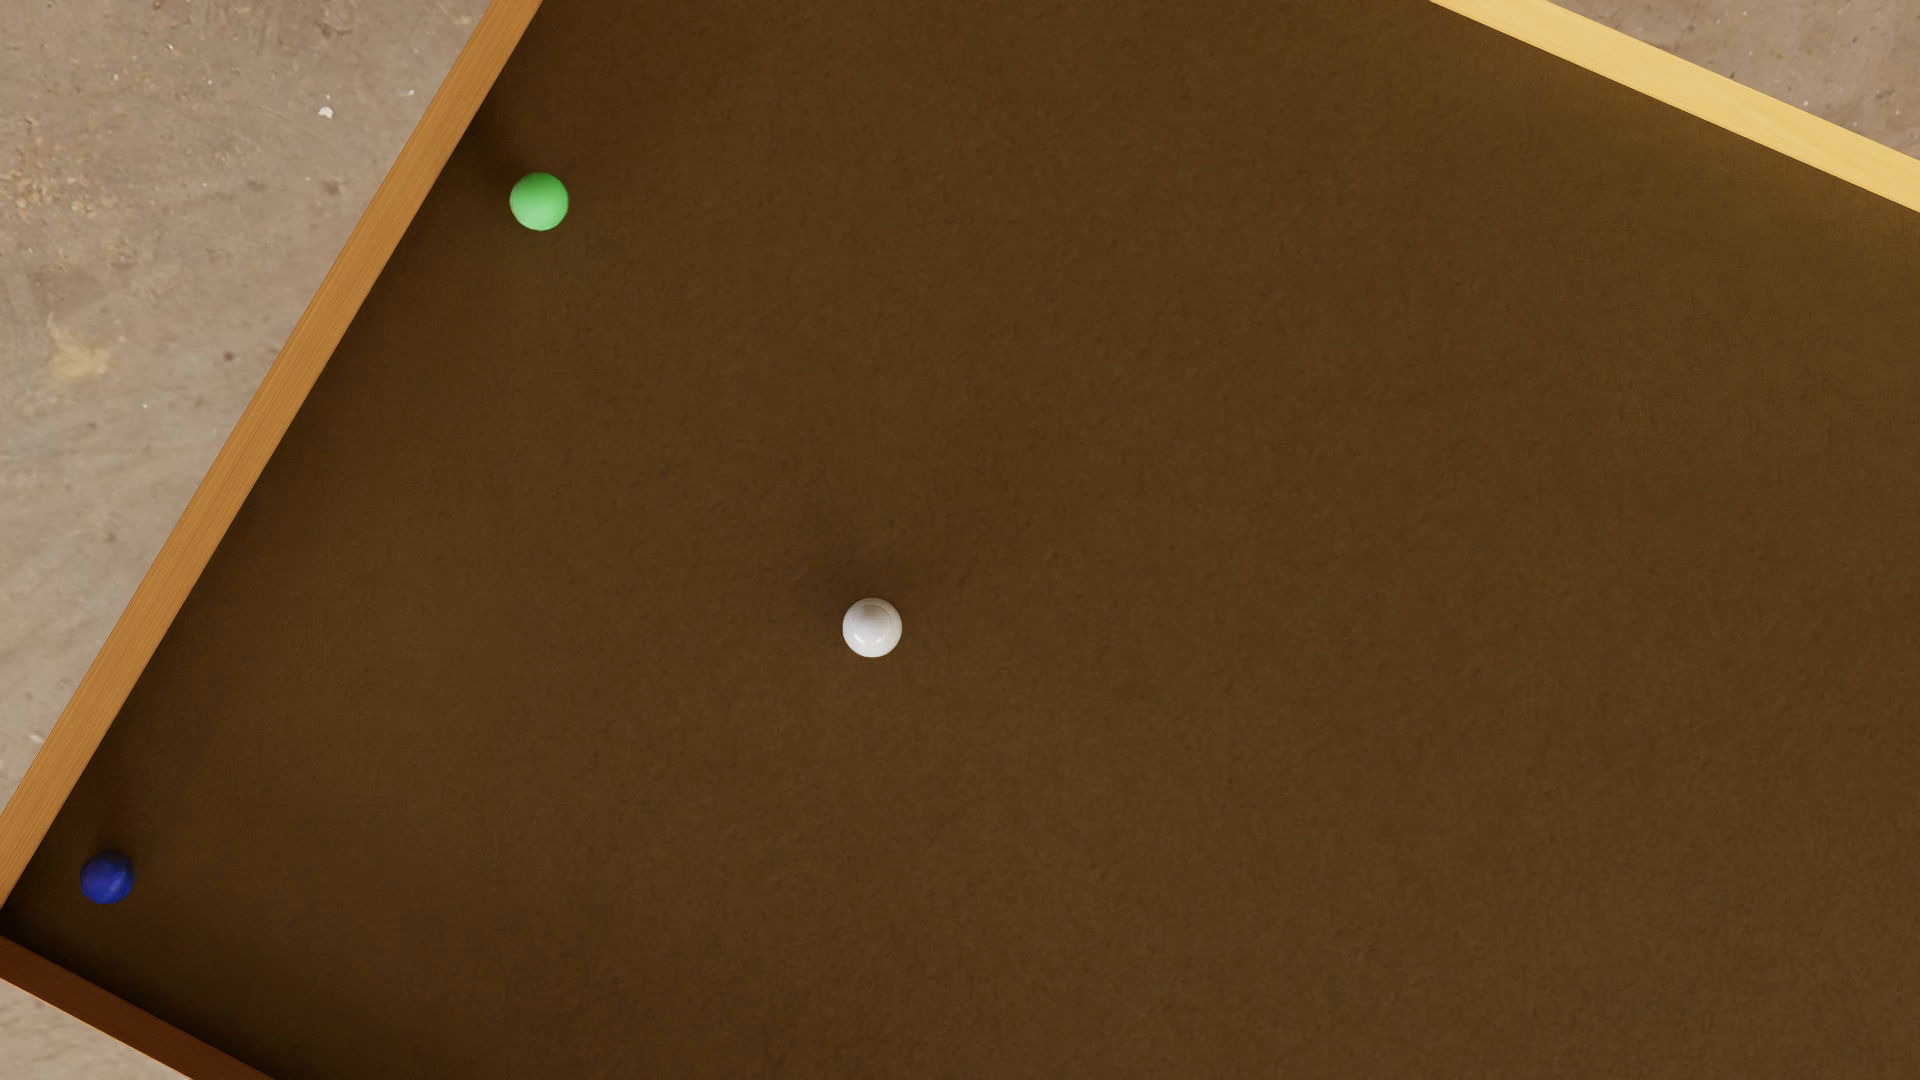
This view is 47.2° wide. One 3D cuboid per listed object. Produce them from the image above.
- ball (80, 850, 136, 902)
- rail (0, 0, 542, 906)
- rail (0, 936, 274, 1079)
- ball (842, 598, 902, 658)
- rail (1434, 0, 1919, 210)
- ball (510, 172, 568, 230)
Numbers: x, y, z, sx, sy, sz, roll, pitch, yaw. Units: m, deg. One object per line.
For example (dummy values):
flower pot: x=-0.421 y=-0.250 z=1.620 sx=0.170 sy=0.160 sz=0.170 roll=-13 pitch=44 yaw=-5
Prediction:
ball: x=-1.244 y=0.491 z=3.212 sx=0.076 sy=0.076 sz=0.076 roll=0 pitch=75 yaw=0
rail: x=-0.919 y=-0.440 z=3.436 sx=0.045 sy=0.119 sz=2.375 roll=25 pitch=77 yaw=6
rail: x=0.427 y=1.452 z=2.934 sx=4.188 sy=0.119 sz=0.045 roll=25 pitch=77 yaw=6
ball: x=-0.132 y=0.132 z=3.300 sx=0.090 sy=0.090 sz=0.090 roll=0 pitch=75 yaw=0
rail: x=1.453 y=-0.568 z=3.470 sx=4.188 sy=0.119 sz=0.045 roll=25 pitch=77 yaw=6
ball: x=-0.665 y=-0.535 z=3.476 sx=0.092 sy=0.092 sz=0.092 roll=0 pitch=75 yaw=0
